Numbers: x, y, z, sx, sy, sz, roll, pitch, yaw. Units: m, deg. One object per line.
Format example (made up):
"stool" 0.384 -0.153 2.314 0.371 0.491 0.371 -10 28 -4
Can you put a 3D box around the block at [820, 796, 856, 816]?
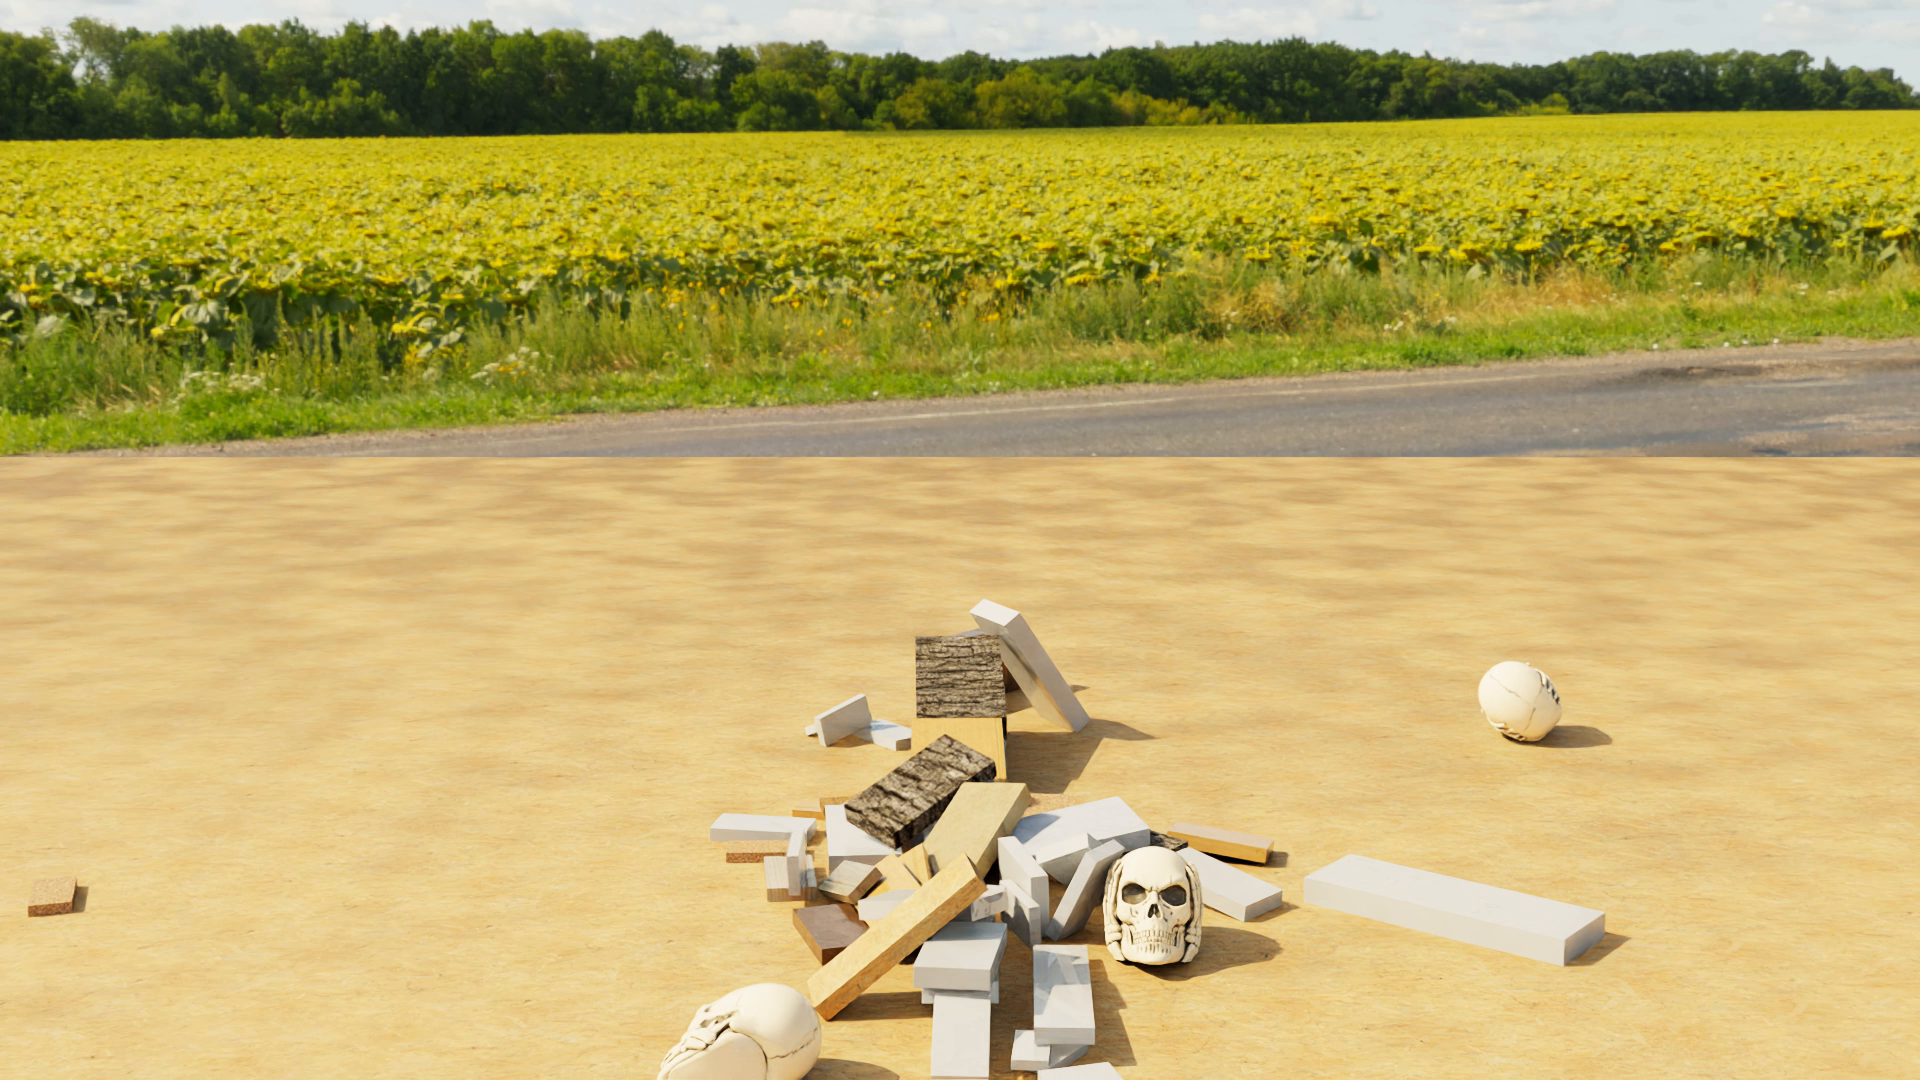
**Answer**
"block" -0.199 0.490 4.072 0.115 0.016 0.058 -2 11 -11

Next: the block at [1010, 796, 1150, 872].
"block" 0.183 0.506 3.754 0.252 0.036 0.126 -10 23 -19

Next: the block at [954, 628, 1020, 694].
"block" 0.025 0.283 4.901 0.043 0.153 0.307 8 13 38

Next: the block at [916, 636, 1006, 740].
"block" -0.001 0.295 4.444 0.175 0.050 0.351 -1 24 -1

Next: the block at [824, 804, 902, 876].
"block" -0.173 0.529 3.898 0.126 0.036 0.288 -1 11 -5

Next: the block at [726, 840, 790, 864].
"block" -0.341 0.546 3.855 0.133 0.019 0.067 0 11 -2

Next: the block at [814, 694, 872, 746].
"block" -0.243 0.375 4.578 0.128 0.064 0.018 -25 23 -38

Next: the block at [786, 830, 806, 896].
"block" -0.271 0.535 3.650 0.019 0.067 0.134 -2 11 0

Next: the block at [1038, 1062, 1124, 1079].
"block" 0.179 0.731 2.833 0.099 0.028 0.199 -3 11 -16

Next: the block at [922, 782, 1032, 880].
"block" 0.013 0.504 3.715 0.126 0.036 0.251 -3 32 31

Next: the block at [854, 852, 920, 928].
"block" -0.107 0.578 3.493 0.101 0.029 0.287 -36 16 -7

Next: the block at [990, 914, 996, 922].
"block" 0.017 0.595 3.422 0.070 0.020 0.140 0 -5 3

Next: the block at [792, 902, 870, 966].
"block" -0.195 0.617 3.451 0.093 0.026 0.186 -3 11 -18

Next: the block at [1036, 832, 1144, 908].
"block" 0.209 0.530 3.527 0.093 0.026 0.186 -23 -40 23

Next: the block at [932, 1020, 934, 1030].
"block" 0.000 0.695 3.042 0.077 0.022 0.154 0 11 0

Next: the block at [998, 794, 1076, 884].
"block" 0.137 0.517 3.829 0.126 0.036 0.252 1 22 4

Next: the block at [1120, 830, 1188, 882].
"block" 0.291 0.548 3.728 0.186 0.026 0.093 -22 21 -38

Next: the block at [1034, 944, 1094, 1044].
"block" 0.148 0.653 3.178 0.082 0.023 0.396 0 6 2

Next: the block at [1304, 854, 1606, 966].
"block" 0.791 0.591 3.543 0.453 0.043 0.153 8 13 38

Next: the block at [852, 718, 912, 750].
"block" -0.149 0.407 4.595 0.078 0.022 0.157 -8 13 -37

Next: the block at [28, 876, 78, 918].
"block" -1.497 0.588 3.629 0.067 0.019 0.133 -3 11 -18

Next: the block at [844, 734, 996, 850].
"block" -0.069 0.441 3.870 0.126 0.036 0.251 24 44 39

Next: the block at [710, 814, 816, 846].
"block" -0.354 0.522 3.965 0.175 0.025 0.088 2 11 10

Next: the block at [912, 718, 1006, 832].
"block" -0.004 0.440 4.123 0.175 0.050 0.351 0 24 -1

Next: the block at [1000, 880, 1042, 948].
"block" 0.095 0.591 3.480 0.019 0.067 0.133 -6 12 -18

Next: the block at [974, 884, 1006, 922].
"block" 0.023 0.563 3.401 0.070 0.020 0.140 1 8 14

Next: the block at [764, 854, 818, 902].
"block" -0.287 0.570 3.711 0.082 0.023 0.165 -1 11 -7

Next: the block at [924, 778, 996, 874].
"block" -0.001 0.489 3.860 0.126 0.036 0.251 0 33 0

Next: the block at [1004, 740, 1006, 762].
"block" 0.002 0.396 4.346 0.175 0.050 0.351 0 25 1

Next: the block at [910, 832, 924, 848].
"block" -0.025 0.529 3.848 0.115 0.016 0.058 -10 36 -14

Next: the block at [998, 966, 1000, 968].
"block" 0.004 0.615 3.316 0.107 0.030 0.214 0 -3 0

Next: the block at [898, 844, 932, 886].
"block" -0.075 0.570 3.554 0.067 0.019 0.260 -32 18 4

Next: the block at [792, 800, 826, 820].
"block" -0.248 0.504 4.085 0.115 0.016 0.058 2 11 13

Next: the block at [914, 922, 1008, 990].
"block" 0.002 0.590 3.129 0.107 0.030 0.214 1 7 7

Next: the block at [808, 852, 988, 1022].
"block" -0.092 0.573 3.184 0.299 0.028 0.099 -39 16 0

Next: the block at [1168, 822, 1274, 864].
"block" 0.457 0.529 3.857 0.175 0.025 0.088 9 6 16

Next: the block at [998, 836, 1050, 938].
"block" 0.103 0.559 3.554 0.029 0.101 0.203 -5 11 -13

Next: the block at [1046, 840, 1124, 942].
"block" 0.196 0.551 3.450 0.023 0.165 0.082 36 28 25

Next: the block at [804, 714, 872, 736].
"block" -0.256 0.387 4.638 0.128 0.018 0.064 -9 -9 -33

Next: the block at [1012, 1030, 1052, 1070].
"block" 0.098 0.694 2.992 0.050 0.014 0.101 1 10 5

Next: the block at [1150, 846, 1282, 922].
"block" 0.422 0.567 3.632 0.199 0.028 0.099 21 23 41

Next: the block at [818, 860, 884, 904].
"block" -0.181 0.559 3.598 0.067 0.019 0.134 -44 15 -21

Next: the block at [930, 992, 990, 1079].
"block" 0.002 0.676 2.978 0.077 0.022 0.154 1 33 1

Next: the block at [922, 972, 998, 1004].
"block" 0.002 0.637 3.164 0.107 0.030 0.214 0 -4 1

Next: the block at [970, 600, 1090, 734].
"block" 0.149 0.266 4.655 0.043 0.307 0.153 -41 26 -16

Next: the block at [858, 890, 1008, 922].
"block" -0.040 0.547 3.296 0.203 0.029 0.101 -6 -1 33

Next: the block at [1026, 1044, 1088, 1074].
"block" 0.128 0.705 3.009 0.050 0.014 0.101 7 13 33
